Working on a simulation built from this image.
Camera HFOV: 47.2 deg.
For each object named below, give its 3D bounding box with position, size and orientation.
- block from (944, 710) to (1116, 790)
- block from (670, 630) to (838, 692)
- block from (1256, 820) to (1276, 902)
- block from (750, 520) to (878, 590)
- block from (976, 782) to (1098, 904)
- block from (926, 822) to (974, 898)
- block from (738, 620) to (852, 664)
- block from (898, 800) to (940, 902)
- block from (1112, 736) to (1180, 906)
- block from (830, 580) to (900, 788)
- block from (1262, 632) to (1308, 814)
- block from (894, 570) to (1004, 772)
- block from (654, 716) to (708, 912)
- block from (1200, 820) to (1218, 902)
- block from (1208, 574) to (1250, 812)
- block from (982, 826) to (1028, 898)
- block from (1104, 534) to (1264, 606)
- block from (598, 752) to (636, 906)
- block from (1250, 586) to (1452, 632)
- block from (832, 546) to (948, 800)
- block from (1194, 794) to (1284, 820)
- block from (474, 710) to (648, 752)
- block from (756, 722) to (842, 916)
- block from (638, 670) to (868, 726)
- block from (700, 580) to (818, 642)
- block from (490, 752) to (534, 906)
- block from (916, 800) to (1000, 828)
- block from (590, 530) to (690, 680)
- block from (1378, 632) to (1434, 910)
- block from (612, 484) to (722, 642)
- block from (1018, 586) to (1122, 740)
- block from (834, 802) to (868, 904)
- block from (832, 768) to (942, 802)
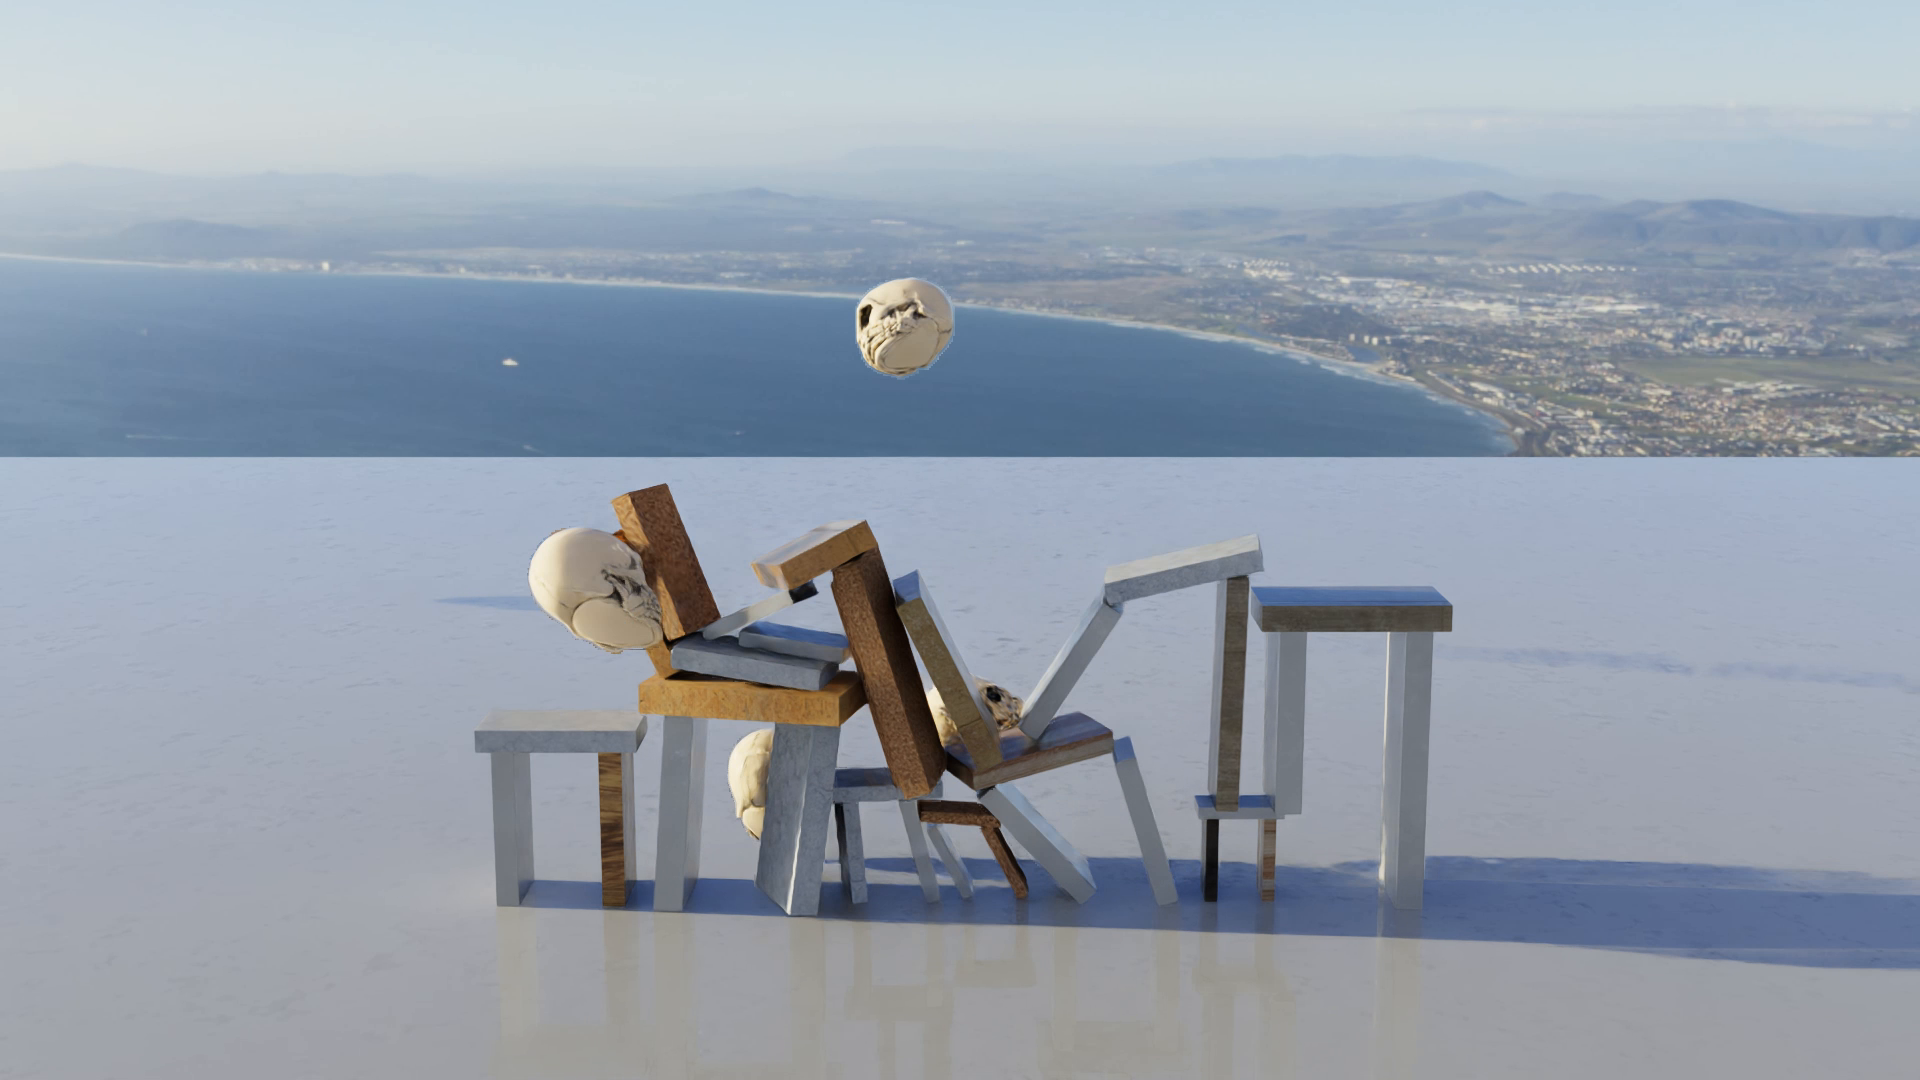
[{"bbox_3d":[0.113,0.347,3.634,0.255,0.036,0.127,-13,16,-21],"label":"block"},{"bbox_3d":[-0.328,0.193,3.529,0.244,0.035,0.122,8,12,10],"label":"block"},{"bbox_3d":[0.509,0.521,3.653,0.020,0.141,0.071,0,11,0],"label":"block"},{"bbox_3d":[-0.240,0.023,3.554,0.153,0.043,0.307,-28,6,-12],"label":"block"},{"bbox_3d":[0.122,0.482,3.641,0.036,0.255,0.127,-42,14,6],"label":"block"},{"bbox_3d":[-0.017,0.527,3.663,0.019,0.133,0.067,-27,9,5],"label":"block"},{"bbox_3d":[-0.260,0.165,3.556,0.176,0.025,0.088,9,11,12],"label":"block"},{"bbox_3d":[-0.071,0.500,3.646,0.026,0.182,0.091,-16,15,-4],"label":"block"},{"bbox_3d":[0.305,0.465,3.649,0.036,0.255,0.127,-17,10,3],"label":"block"},{"bbox_3d":[-0.136,0.223,3.562,0.025,0.349,0.088,-15,8,13],"label":"block"},{"bbox_3d":[0.532,0.282,3.613,0.043,0.303,0.152,0,11,0],"label":"block"},{"bbox_3d":[-0.019,0.210,3.544,0.043,0.307,0.153,-25,15,4],"label":"block"},{"bbox_3d":[-0.459,0.425,3.635,0.047,0.334,0.167,5,11,2],"label":"block"},{"bbox_3d":[0.415,0.521,3.653,0.020,0.141,0.071,0,11,0],"label":"block"},{"bbox_3d":[0.439,0.242,3.605,0.036,0.384,0.127,1,10,0],"label":"block"},{"bbox_3d":[0.074,0.526,3.664,0.019,0.133,0.067,-27,9,5],"label":"block"},{"bbox_3d":[0.365,0.047,3.585,0.255,0.036,0.127,-13,10,9],"label":"block"},{"bbox_3d":[-0.568,0.461,3.649,0.037,0.261,0.131,0,11,0],"label":"block"},{"bbox_3d":[0.633,0.112,3.581,0.303,0.043,0.152,0,11,0],"label":"block"},{"bbox_3d":[-0.111,0.207,3.532,0.043,0.390,0.153,-15,9,13],"label":"block"},{"bbox_3d":[0.462,0.442,3.639,0.141,0.020,0.071,0,11,0],"label":"block"},{"bbox_3d":[-0.655,0.315,3.622,0.261,0.037,0.131,0,11,0],"label":"block"},{"bbox_3d":[-0.266,0.429,3.611,0.047,0.334,0.167,4,8,-25],"label":"block"},{"bbox_3d":[-0.330,0.246,3.546,0.334,0.047,0.167,3,11,14],"label":"block"},{"bbox_3d":[-0.323,0.114,3.539,0.175,0.025,0.088,-24,-1,24],"label":"block"},{"bbox_3d":[-0.742,0.461,3.649,0.037,0.261,0.131,0,11,0],"label":"block"},{"bbox_3d":[-0.002,0.452,3.638,0.133,0.019,0.067,5,10,-7],"label":"block"},{"bbox_3d":[-0.509,0.099,3.577,0.035,0.244,0.122,-27,4,15],"label":"block"},{"bbox_3d":[0.735,0.361,3.628,0.043,0.465,0.152,0,11,0],"label":"block"},{"bbox_3d":[-0.475,0.035,3.568,0.035,0.244,0.122,-23,-1,24],"label":"block"},{"bbox_3d":[0.183,0.201,3.632,0.036,0.255,0.127,32,13,-3],"label":"block"},{"bbox_3d":[-0.182,0.500,3.642,0.026,0.182,0.091,-8,14,-13],"label":"block"},{"bbox_3d":[-0.125,0.400,3.609,0.182,0.026,0.091,-1,13,-10],"label":"block"}]
